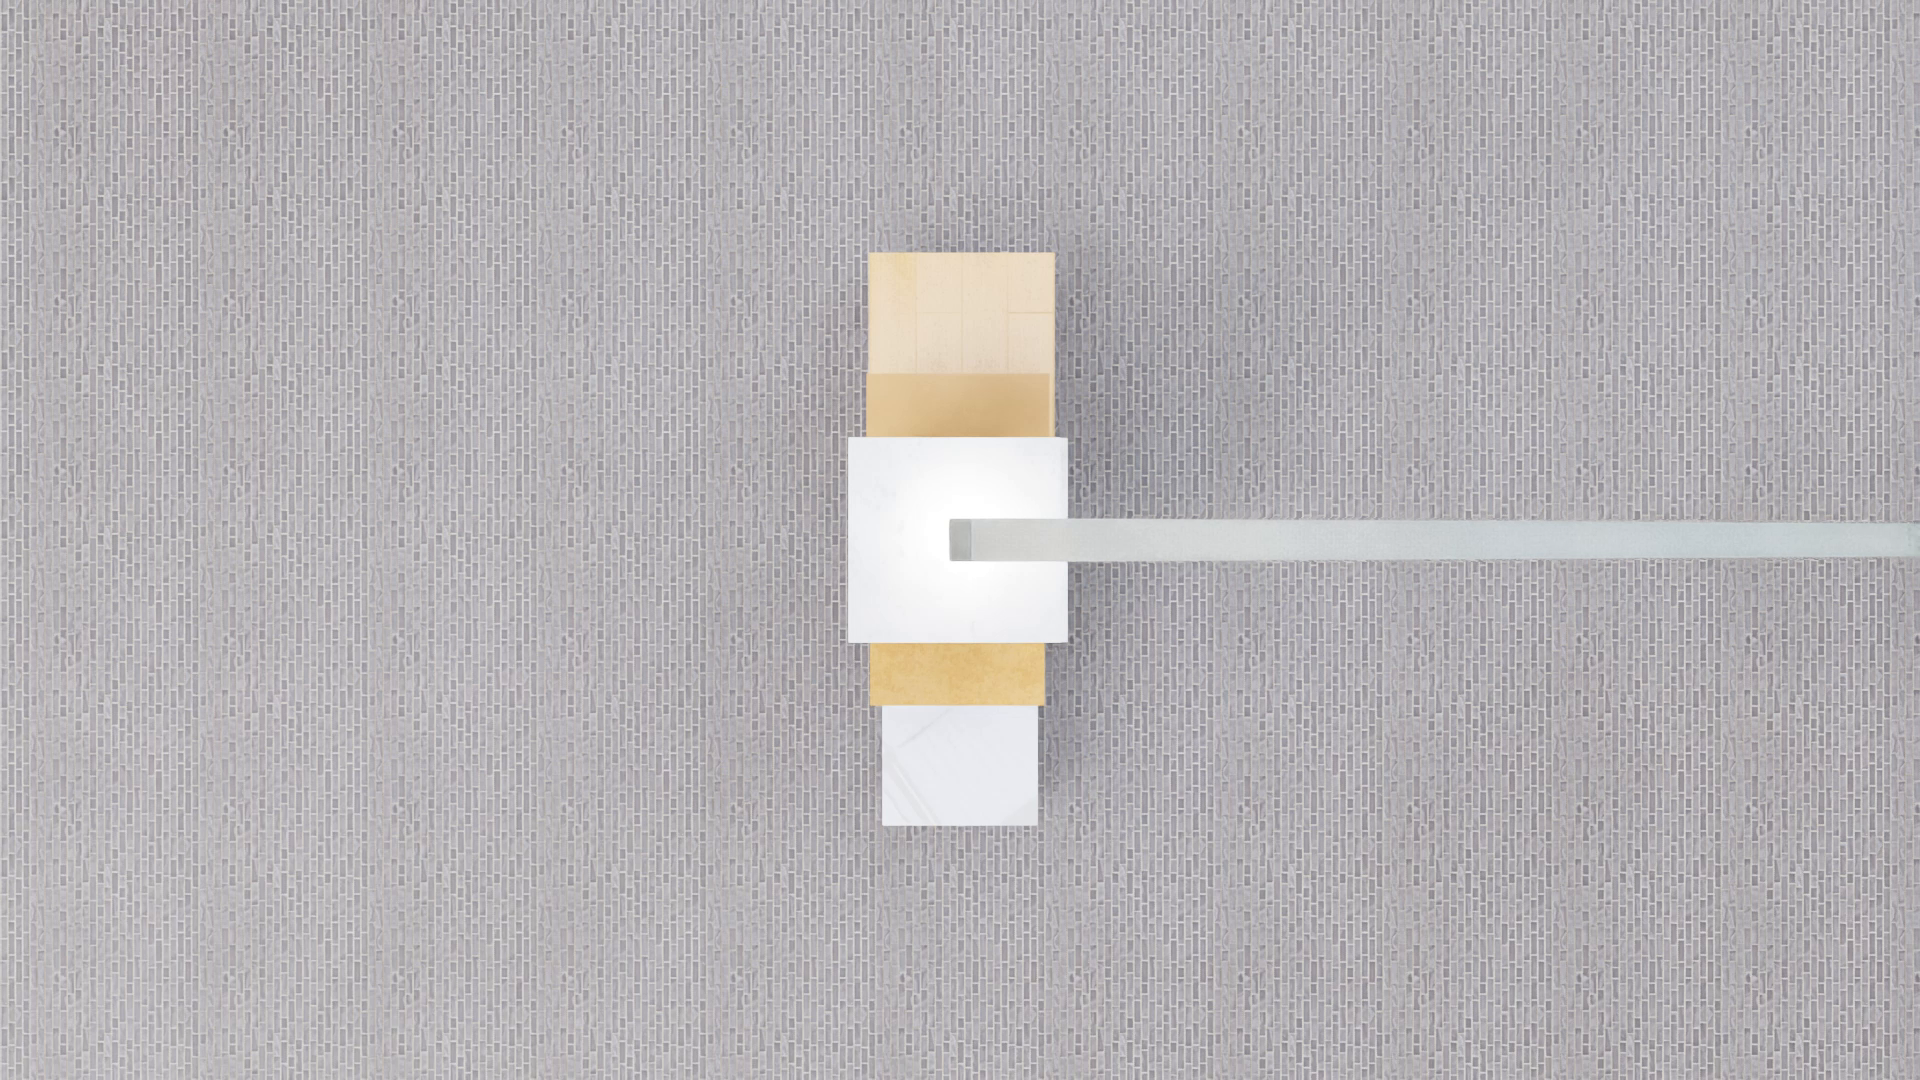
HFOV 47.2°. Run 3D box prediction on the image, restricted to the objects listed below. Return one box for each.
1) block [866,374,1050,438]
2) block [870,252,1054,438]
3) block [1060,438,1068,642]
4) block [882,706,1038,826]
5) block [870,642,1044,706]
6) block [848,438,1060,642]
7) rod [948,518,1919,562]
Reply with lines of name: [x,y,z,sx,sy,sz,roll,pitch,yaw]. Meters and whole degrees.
block: [-0.010,-0.384,11.348,0.909,0.861,0.886,0,90,0]
block: [0.011,-1.014,12.495,1.012,1.010,1.106,0,90,0]
block: [0.006,0.000,9.805,0.911,0.770,0.876,0,90,0]
block: [0.000,1.055,12.531,0.852,0.937,1.022,0,90,0]
block: [-0.013,0.448,11.382,0.871,0.795,0.758,0,90,0]
block: [-0.020,0.000,8.382,0.773,0.755,0.747,0,90,0]
rod: [2.234,0.000,5.333,5.200,0.080,0.080,0,90,-31]
